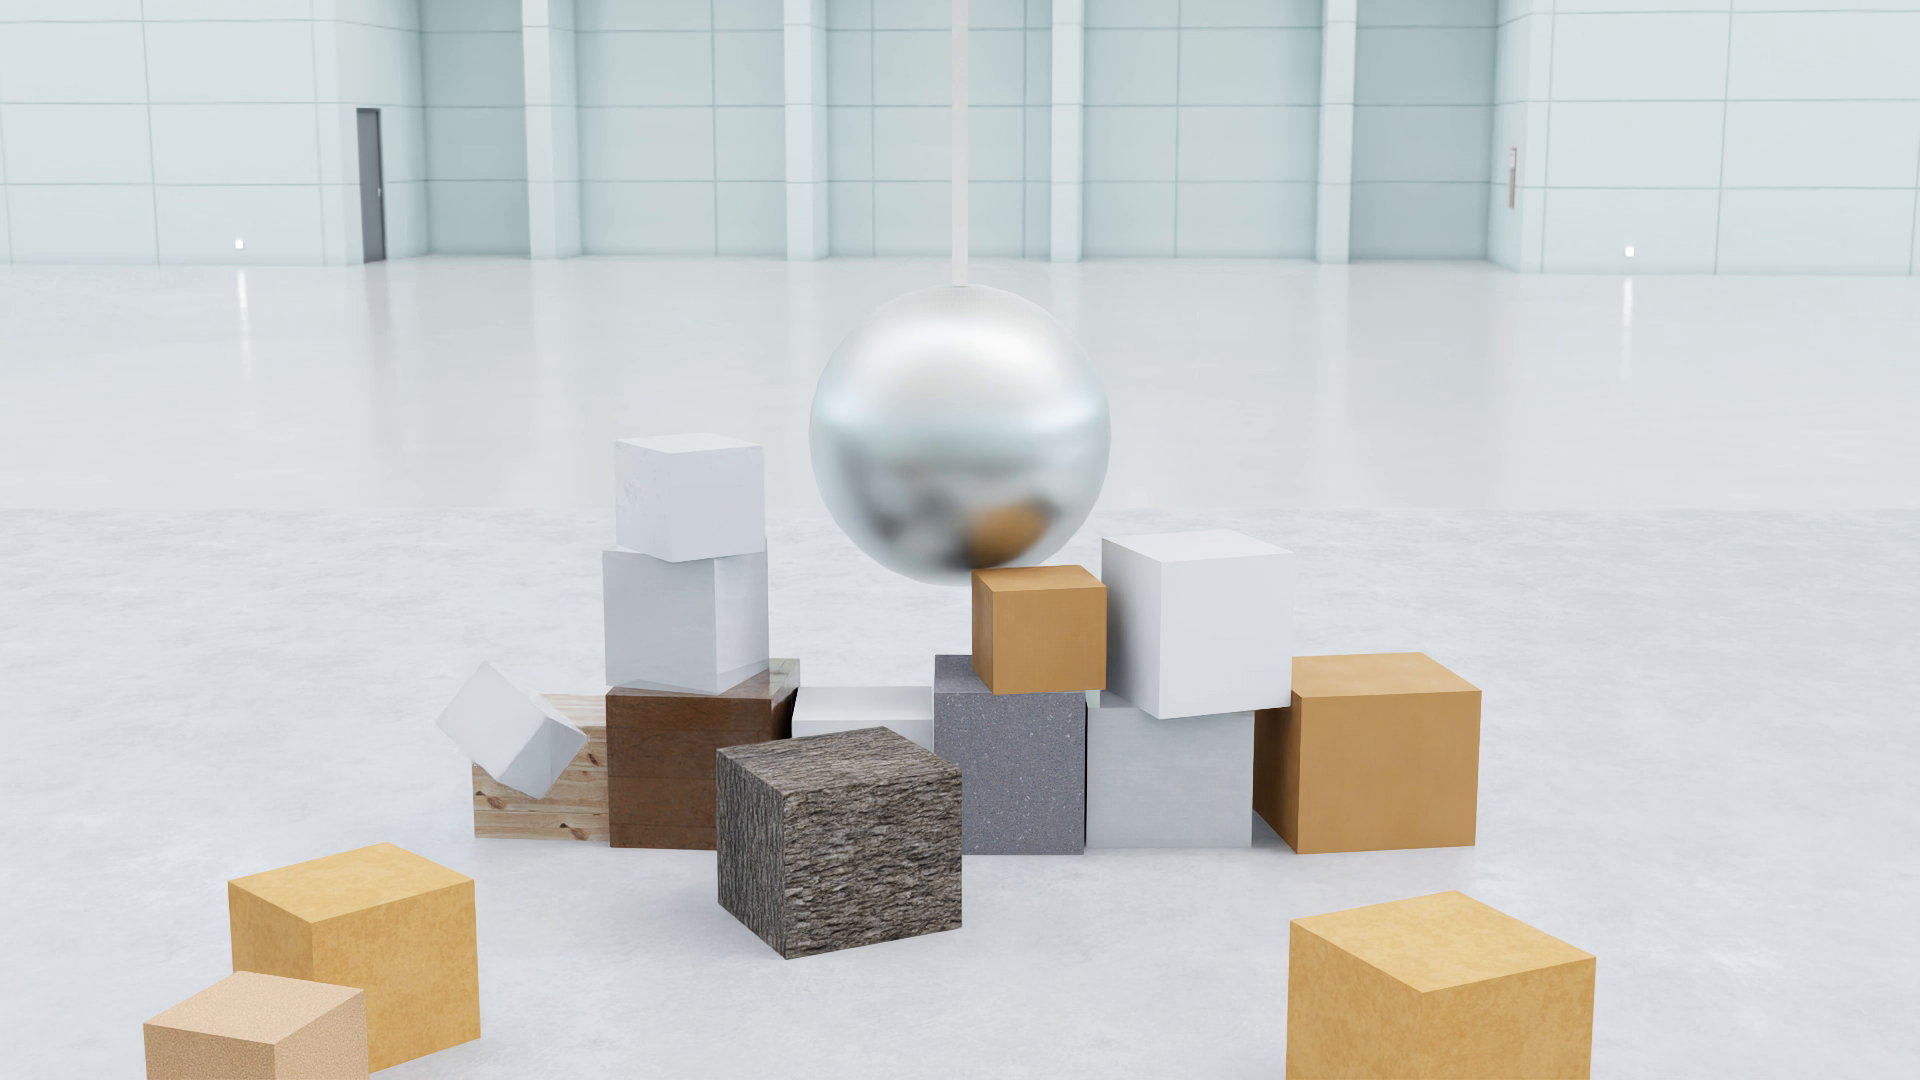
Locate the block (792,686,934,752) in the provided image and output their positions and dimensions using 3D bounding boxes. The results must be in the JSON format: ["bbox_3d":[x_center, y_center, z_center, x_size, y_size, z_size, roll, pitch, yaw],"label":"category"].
[{"bbox_3d":[-0.494,1.158,11.369,0.704,0.653,0.683,0,10,-1],"label":"block"}]

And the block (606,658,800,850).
[{"bbox_3d":[-1.305,1.088,11.374,0.835,0.789,0.862,1,10,5],"label":"block"}]

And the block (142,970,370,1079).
[{"bbox_3d":[-2.437,1.884,7.661,0.532,0.552,0.511,4,11,19],"label":"block"}]

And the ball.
[{"bbox_3d":[0.000,-0.549,11.606,1.600,1.600,1.600,0,10,0],"label":"ball"}]

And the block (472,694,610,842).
[{"bbox_3d":[-2.098,1.173,11.433,0.706,0.602,0.615,1,10,5],"label":"block"}]

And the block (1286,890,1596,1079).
[{"bbox_3d":[1.740,1.765,8.033,0.764,0.653,0.787,-5,11,-26],"label":"block"}]

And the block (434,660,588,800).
[{"bbox_3d":[-2.170,0.923,10.659,0.475,0.384,0.437,37,-4,25],"label":"block"}]

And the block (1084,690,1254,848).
[{"bbox_3d":[1.048,1.119,11.391,0.829,0.723,0.800,0,10,0],"label":"block"}]

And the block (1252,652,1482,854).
[{"bbox_3d":[2.074,1.083,11.359,0.928,0.805,0.851,-2,10,-9],"label":"block"}]

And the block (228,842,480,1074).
[{"bbox_3d":[-2.379,1.651,8.650,0.697,0.656,0.662,-10,14,-44],"label":"block"}]

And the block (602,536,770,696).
[{"bbox_3d":[-1.393,0.358,11.242,0.619,0.695,0.632,4,11,19],"label":"block"}]

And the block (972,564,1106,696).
[{"bbox_3d":[0.390,0.443,11.039,0.567,0.517,0.567,-2,11,-10],"label":"block"}]

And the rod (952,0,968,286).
[{"bbox_3d":[0.000,-3.830,10.712,0.080,5.200,0.080,0,15,0],"label":"rod"}]

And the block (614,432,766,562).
[{"bbox_3d":[-1.355,-0.223,11.004,0.522,0.534,0.600,-7,13,-34],"label":"block"}]

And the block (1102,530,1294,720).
[{"bbox_3d":[1.186,0.408,11.101,0.723,0.780,0.712,-4,11,-20],"label":"block"}]

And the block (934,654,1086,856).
[{"bbox_3d":[0.242,1.086,11.273,0.746,0.831,0.822,0,10,0],"label":"block"}]

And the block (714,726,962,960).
[{"bbox_3d":[-0.560,1.356,10.023,0.859,0.746,0.815,-5,12,-27],"label":"block"}]
